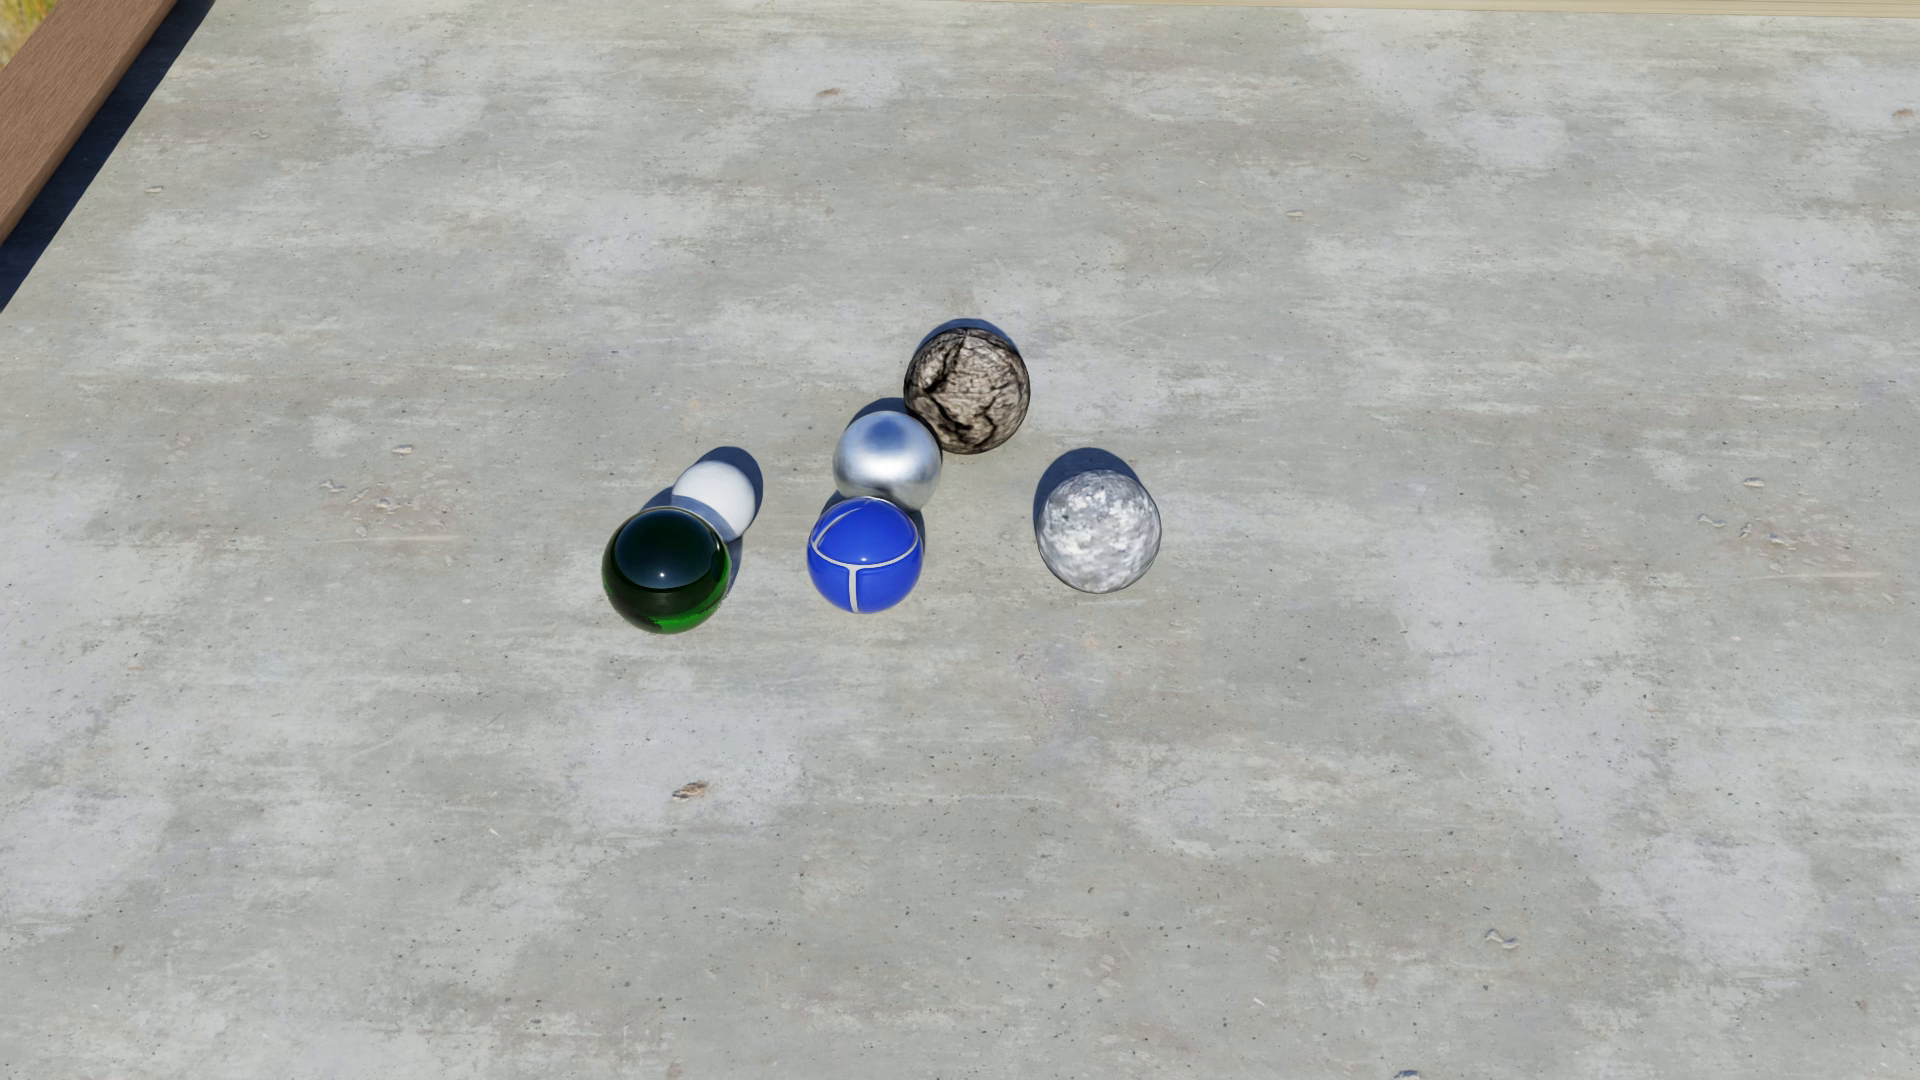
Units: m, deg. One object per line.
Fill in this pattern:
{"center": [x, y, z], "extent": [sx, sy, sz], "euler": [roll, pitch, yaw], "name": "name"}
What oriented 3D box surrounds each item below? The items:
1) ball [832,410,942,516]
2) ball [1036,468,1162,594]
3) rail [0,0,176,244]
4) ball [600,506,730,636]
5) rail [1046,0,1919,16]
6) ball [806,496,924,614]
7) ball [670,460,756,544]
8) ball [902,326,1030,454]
{"center": [-0.052, -0.053, 1.830], "extent": [0.078, 0.078, 0.078], "euler": [0, 35, 0], "name": "ball"}
{"center": [0.095, -0.006, 1.757], "extent": [0.086, 0.086, 0.086], "euler": [0, 35, 0], "name": "ball"}
{"center": [-0.811, -0.039, 1.770], "extent": [0.045, 0.123, 1.997], "euler": [1, 35, 2], "name": "rail"}
{"center": [-0.197, 0.020, 1.720], "extent": [0.086, 0.086, 0.086], "euler": [0, 35, 0], "name": "ball"}
{"center": [0.878, -0.560, 2.505], "extent": [3.342, 0.123, 0.045], "euler": [1, 35, 2], "name": "rail"}
{"center": [-0.065, 0.011, 1.739], "extent": [0.080, 0.080, 0.080], "euler": [0, 35, 0], "name": "ball"}
{"center": [-0.174, -0.026, 1.808], "extent": [0.060, 0.060, 0.060], "euler": [0, 35, 0], "name": "ball"}
{"center": [0.005, -0.110, 1.897], "extent": [0.095, 0.095, 0.095], "euler": [0, 35, 0], "name": "ball"}
